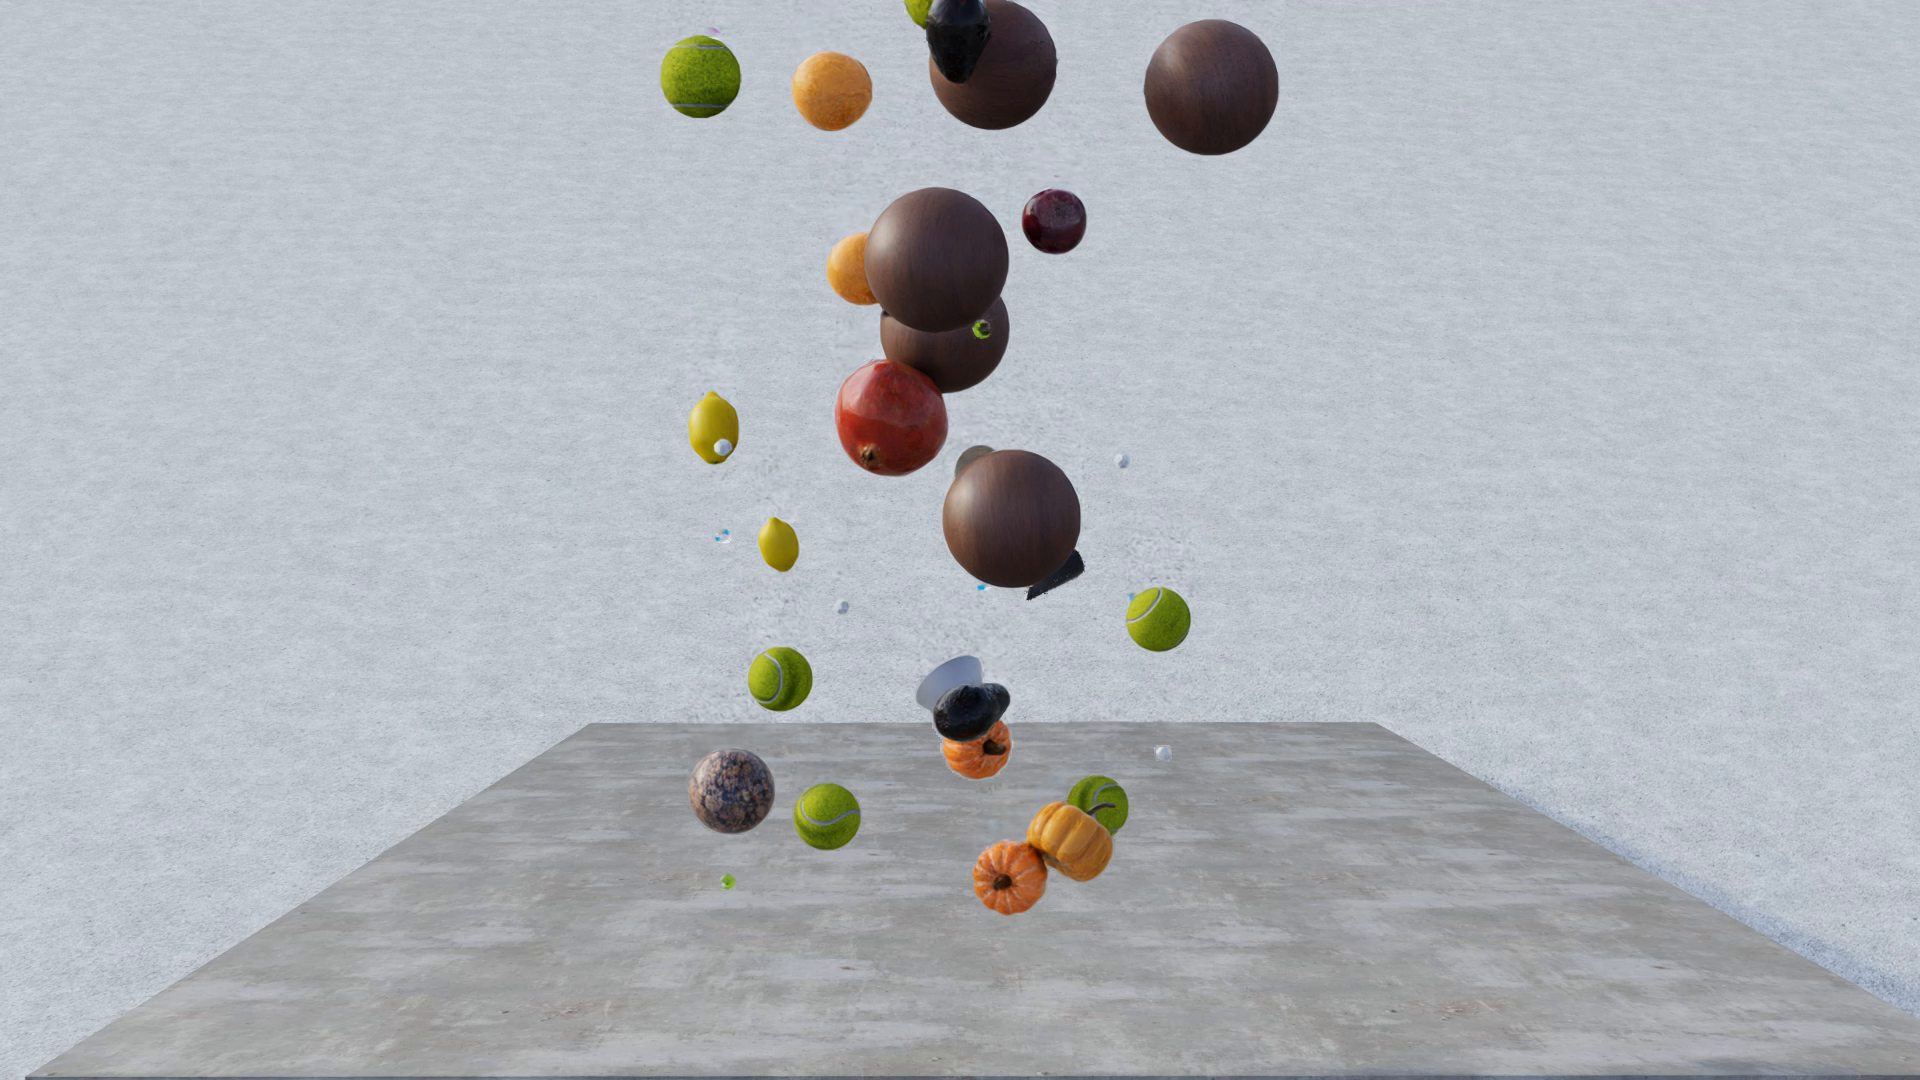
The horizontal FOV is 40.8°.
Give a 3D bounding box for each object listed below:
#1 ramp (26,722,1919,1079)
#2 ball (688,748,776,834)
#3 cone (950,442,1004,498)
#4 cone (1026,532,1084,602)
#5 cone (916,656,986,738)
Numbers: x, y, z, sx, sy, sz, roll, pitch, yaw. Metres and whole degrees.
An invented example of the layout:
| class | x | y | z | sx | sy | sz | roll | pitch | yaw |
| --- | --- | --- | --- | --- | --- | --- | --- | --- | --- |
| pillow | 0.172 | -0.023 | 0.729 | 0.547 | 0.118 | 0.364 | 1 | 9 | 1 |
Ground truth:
| class | x | y | z | sx | sy | sz | roll | pitch | yaw |
| --- | --- | --- | --- | --- | --- | --- | --- | --- | --- |
| ramp | 0.061 | 0.551 | 4.588 | 2.000 | 0.100 | 4.000 | 0 | 1 | 0 |
| ball | -0.248 | 0.272 | 2.807 | 0.094 | 0.094 | 0.094 | 0 | 27 | 0 |
| cone | 0.011 | -0.070 | 2.784 | 0.060 | 0.060 | 0.060 | -7 | -7 | -14 |
| cone | 0.083 | 0.040 | 2.663 | 0.067 | 0.067 | 0.067 | 15 | 52 | 26 |
| cone | 0.008 | 0.182 | 2.773 | 0.082 | 0.082 | 0.082 | -16 | 53 | -28 |
